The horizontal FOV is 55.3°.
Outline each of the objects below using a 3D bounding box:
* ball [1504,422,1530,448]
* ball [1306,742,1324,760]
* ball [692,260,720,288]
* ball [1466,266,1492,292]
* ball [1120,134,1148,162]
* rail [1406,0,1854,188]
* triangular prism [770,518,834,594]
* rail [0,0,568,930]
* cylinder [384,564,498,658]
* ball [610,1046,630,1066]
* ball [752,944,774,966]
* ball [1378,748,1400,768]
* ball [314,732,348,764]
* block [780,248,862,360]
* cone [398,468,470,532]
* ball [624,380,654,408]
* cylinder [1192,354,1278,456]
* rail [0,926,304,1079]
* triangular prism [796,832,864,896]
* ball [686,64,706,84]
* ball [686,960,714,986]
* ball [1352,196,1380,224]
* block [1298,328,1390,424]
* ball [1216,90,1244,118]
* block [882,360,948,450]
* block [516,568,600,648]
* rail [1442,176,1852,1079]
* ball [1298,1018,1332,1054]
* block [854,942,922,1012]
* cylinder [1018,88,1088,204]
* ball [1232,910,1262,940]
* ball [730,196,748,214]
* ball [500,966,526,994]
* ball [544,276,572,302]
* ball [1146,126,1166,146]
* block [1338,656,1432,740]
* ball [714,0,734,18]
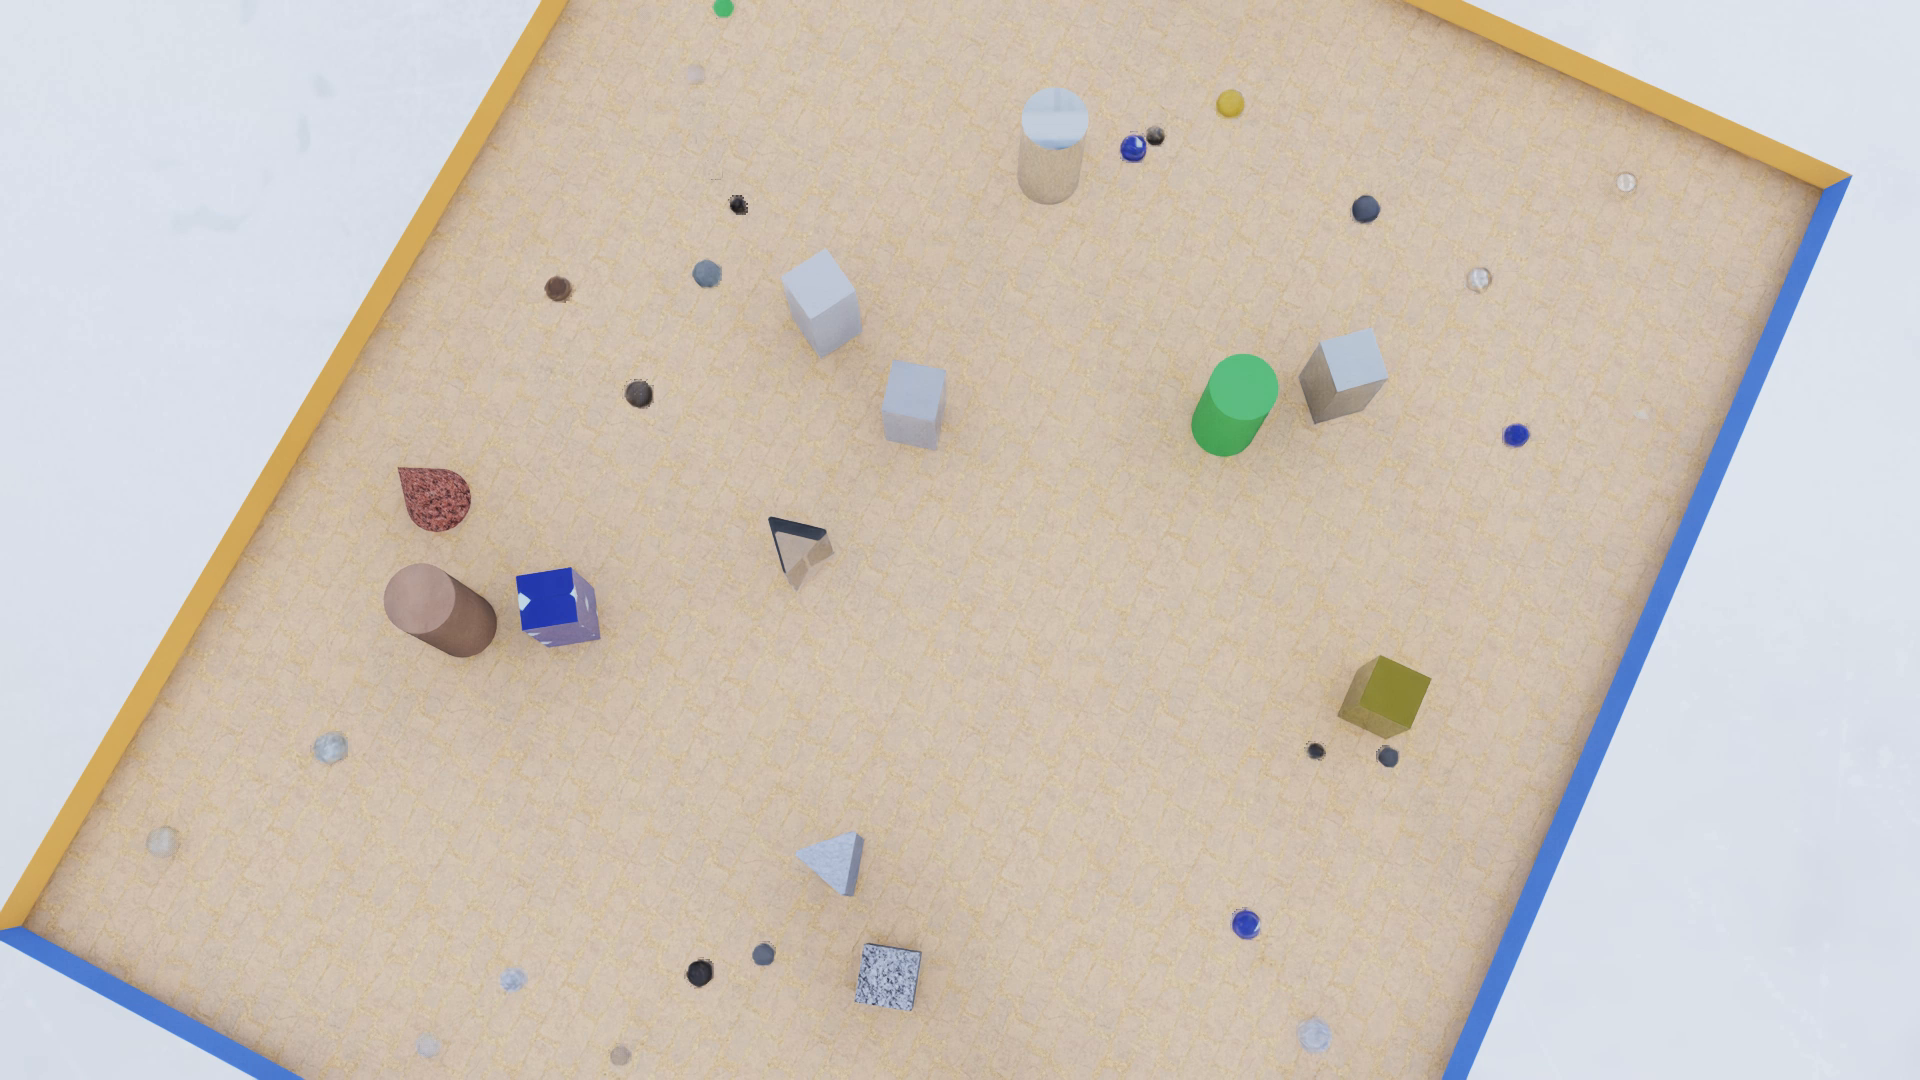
[{"bbox_3d":[1.715,-0.323,5.645,0.075,0.075,0.075,0,78,0],"label":"ball"},{"bbox_3d":[1.059,0.630,5.460,0.051,0.051,0.051,0,78,0],"label":"ball"},{"bbox_3d":[-0.794,-0.835,5.745,0.087,0.087,0.087,0,78,0],"label":"ball"},{"bbox_3d":[1.626,-0.817,5.745,0.081,0.081,0.081,0,78,0],"label":"ball"},{"bbox_3d":[0.553,-1.247,5.831,0.086,0.086,0.086,0,78,0],"label":"ball"},{"bbox_3d":[1.010,-1.971,5.958,3.952,0.130,0.045,26,80,5],"label":"rail"},{"bbox_3d":[-0.498,0.018,5.447,0.150,0.326,0.173,43,81,8],"label":"triangular prism"},{"bbox_3d":[-1.746,-0.848,5.725,0.045,0.130,4.565,26,80,5],"label":"rail"},{"bbox_3d":[-1.505,0.210,5.332,0.200,0.472,0.200,0,78,0],"label":"cylinder"},{"bbox_3d":[-0.980,1.487,5.280,0.057,0.057,0.057,0,78,0],"label":"ball"},{"bbox_3d":[-0.571,1.208,5.333,0.065,0.065,0.065,0,78,0],"label":"ball"},{"bbox_3d":[1.276,0.647,5.452,0.060,0.060,0.060,0,78,0],"label":"ball"},{"bbox_3d":[-1.869,0.619,5.440,0.096,0.096,0.096,0,78,0],"label":"ball"},{"bbox_3d":[-0.416,-0.713,5.566,0.160,0.387,0.160,-34,80,-7],"label":"block"},{"bbox_3d":[-1.605,-0.165,5.435,0.200,0.423,0.200,0,78,0],"label":"cone"},{"bbox_3d":[-0.992,-0.450,5.666,0.087,0.087,0.087,0,78,0],"label":"ball"},{"bbox_3d":[0.818,-0.398,5.483,0.200,0.423,0.200,0,78,0],"label":"cylinder"},{"bbox_3d":[-1.010,1.985,5.138,3.952,0.130,0.045,26,80,5],"label":"rail"},{"bbox_3d":[-0.335,0.896,5.208,0.173,0.436,0.150,40,81,8],"label":"triangular prism"},{"bbox_3d":[-0.851,-1.500,5.896,0.062,0.062,0.062,0,78,0],"label":"ball"},{"bbox_3d":[-0.755,1.257,5.318,0.075,0.075,0.075,0,78,0],"label":"ball"},{"bbox_3d":[1.282,-1.045,5.788,0.087,0.087,0.087,0,78,0],"label":"ball"},{"bbox_3d":[1.155,-0.492,5.536,0.160,0.357,0.160,-16,79,-3],"label":"block"},{"bbox_3d":[0.865,-1.395,5.860,0.089,0.089,0.089,0,78,0],"label":"ball"},{"bbox_3d":[-0.135,-0.403,5.527,0.160,0.340,0.160,12,79,2],"label":"block"},{"bbox_3d":[-1.181,0.202,5.402,0.160,0.339,0.160,-9,78,-2],"label":"block"},{"bbox_3d":[1.746,0.862,5.371,0.045,0.130,4.565,26,80,5],"label":"rail"},{"bbox_3d":[1.021,1.427,5.270,0.100,0.100,0.100,0,78,0],"label":"ball"},{"bbox_3d":[-0.202,1.243,5.223,0.160,0.266,0.160,9,78,2],"label":"block"},{"bbox_3d":[0.282,-1.208,5.648,0.200,0.428,0.200,0,78,0],"label":"cylinder"},{"bbox_3d":[0.836,1.122,5.341,0.084,0.084,0.084,0,78,0],"label":"ball"},{"bbox_3d":[-0.702,-1.061,5.809,0.053,0.053,0.053,0,78,0],"label":"ball"},{"bbox_3d":[-1.297,1.276,5.314,0.075,0.075,0.075,0,78,0],"label":"ball"},{"bbox_3d":[-1.258,-0.786,5.738,0.081,0.081,0.081,0,78,0],"label":"ball"},{"bbox_3d":[0.624,-1.291,5.851,0.064,0.064,0.064,0,78,0],"label":"ball"},{"bbox_3d":[1.239,0.463,5.365,0.160,0.305,0.160,25,79,5],"label":"block"},{"bbox_3d":[-0.766,-1.726,5.940,0.067,0.067,0.067,0,78,0],"label":"ball"}]
